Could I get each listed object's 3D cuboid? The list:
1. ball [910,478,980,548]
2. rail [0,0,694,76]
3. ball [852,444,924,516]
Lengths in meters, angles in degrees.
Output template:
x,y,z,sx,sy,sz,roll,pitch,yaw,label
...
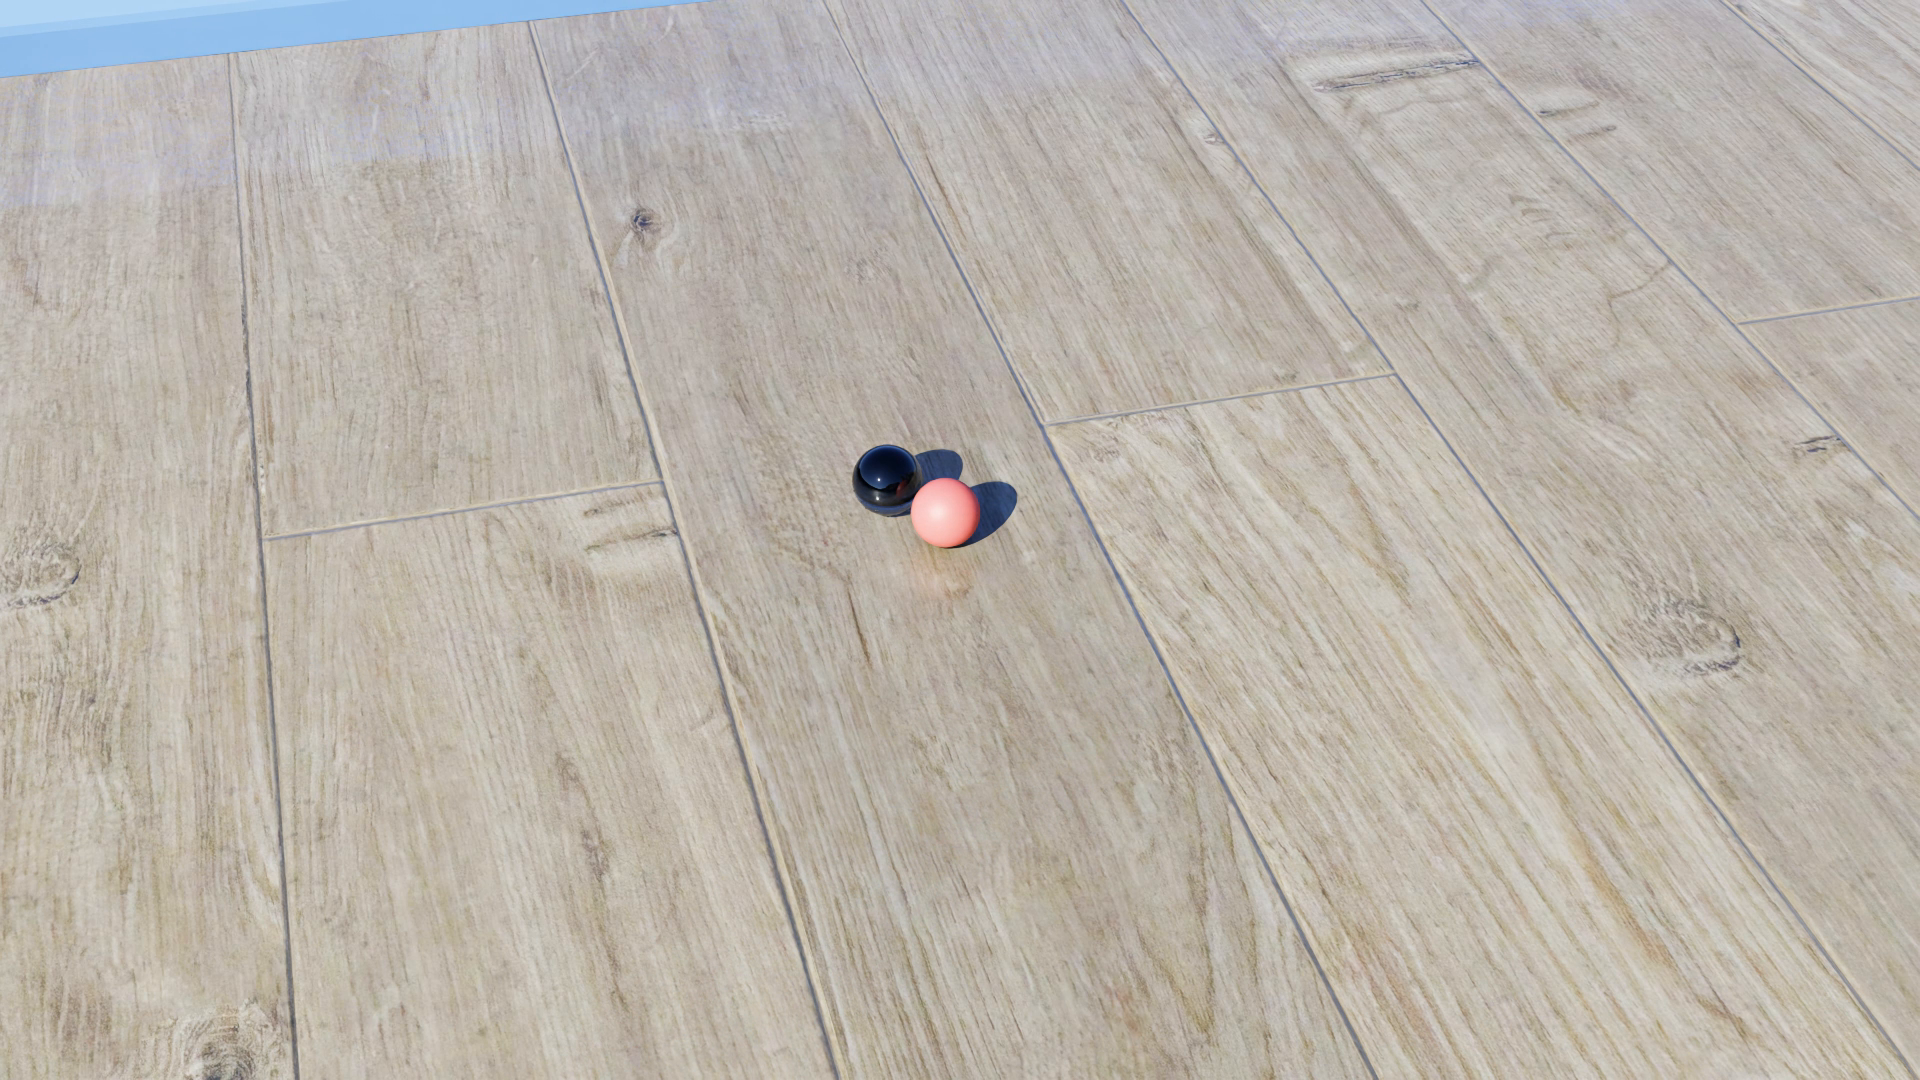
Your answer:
x,y,z,sx,sy,sz,roll,pitch,yaw,label
-0.009,-0.017,1.567,0.043,0.043,0.043,0,36,0,ball
0.547,-0.617,2.321,3.125,0.115,0.045,-9,37,-12,rail
-0.045,-0.037,1.593,0.045,0.045,0.045,0,36,0,ball
